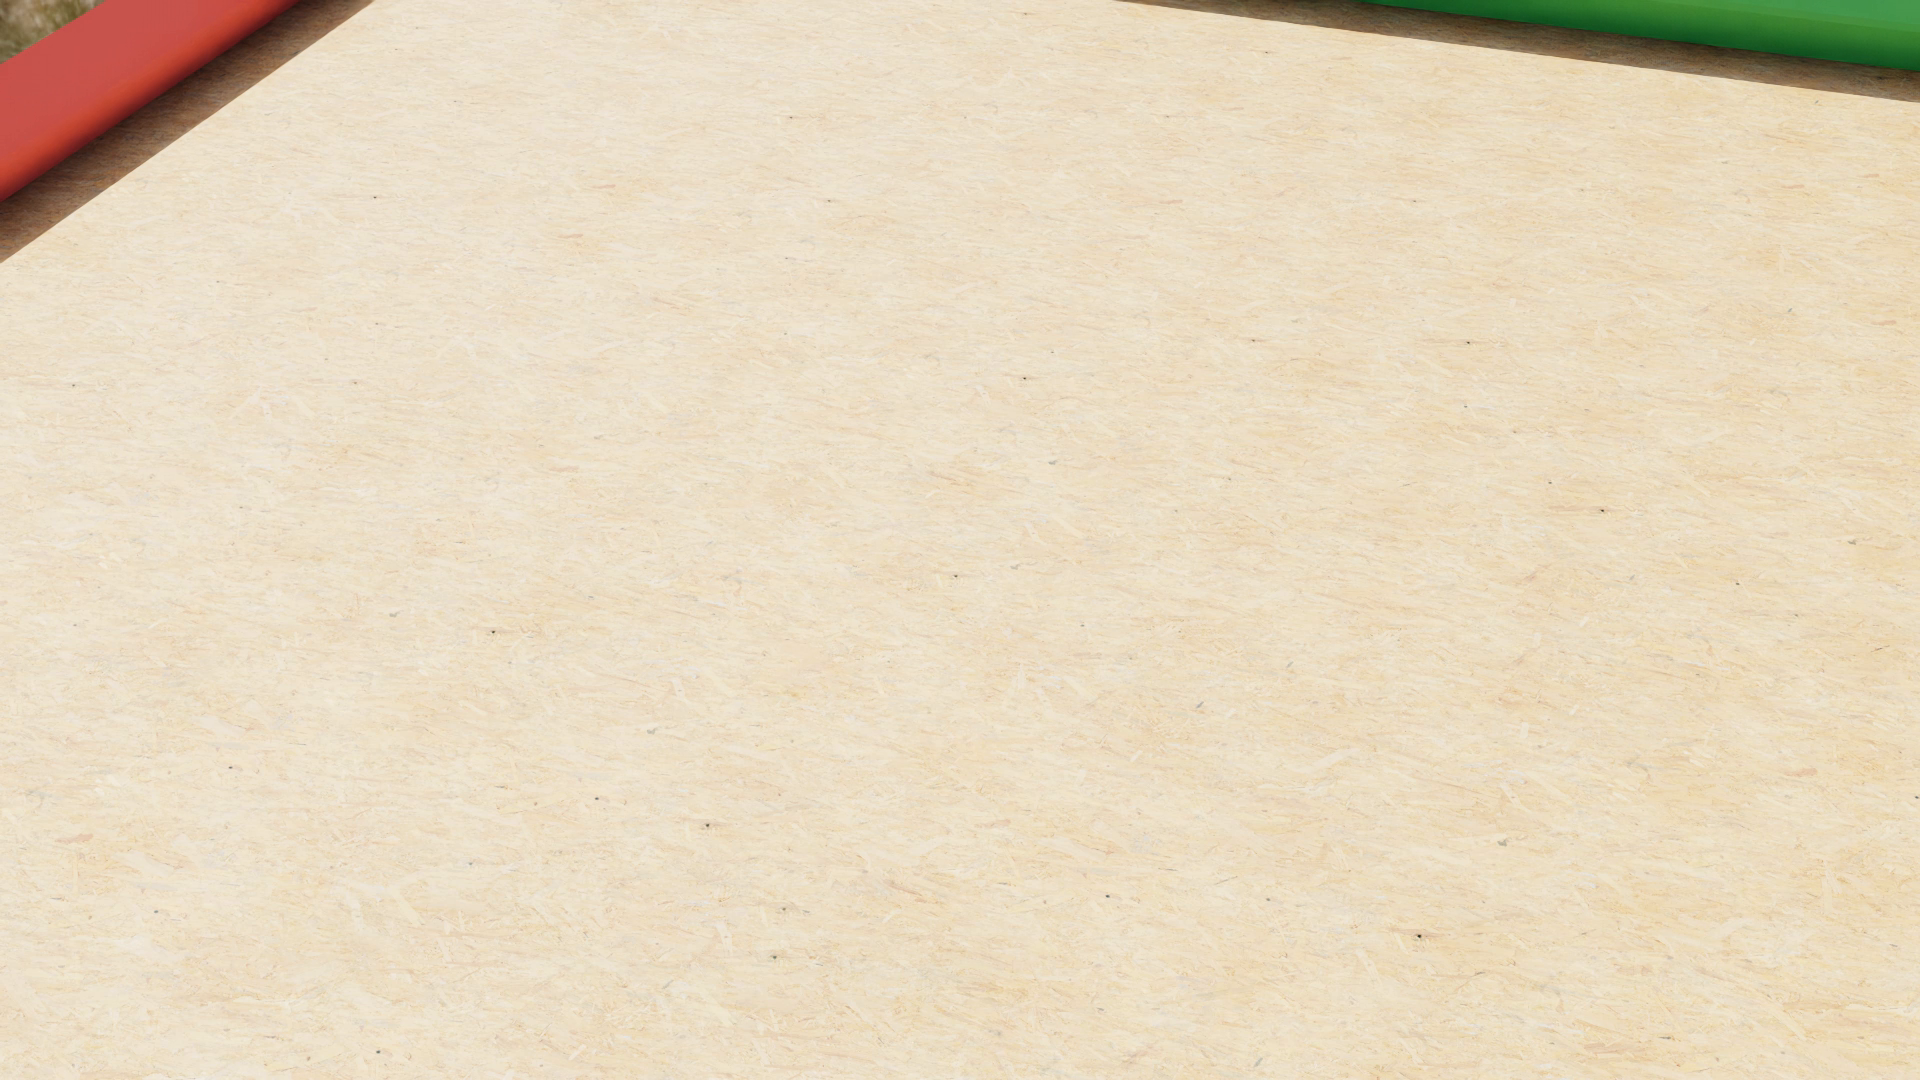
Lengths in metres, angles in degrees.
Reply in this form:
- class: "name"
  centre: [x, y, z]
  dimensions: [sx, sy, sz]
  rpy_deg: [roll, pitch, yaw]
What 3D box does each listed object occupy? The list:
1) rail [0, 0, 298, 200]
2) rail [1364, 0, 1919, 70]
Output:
- class: "rail"
  centre: [-1.036, -0.224, 2.267]
  dimensions: [0.045, 0.127, 2.558]
  rpy_deg: [11, 35, 16]
- class: "rail"
  centre: [1.468, -0.480, 2.655]
  dimensions: [4.480, 0.127, 0.045]
  rpy_deg: [11, 35, 16]
